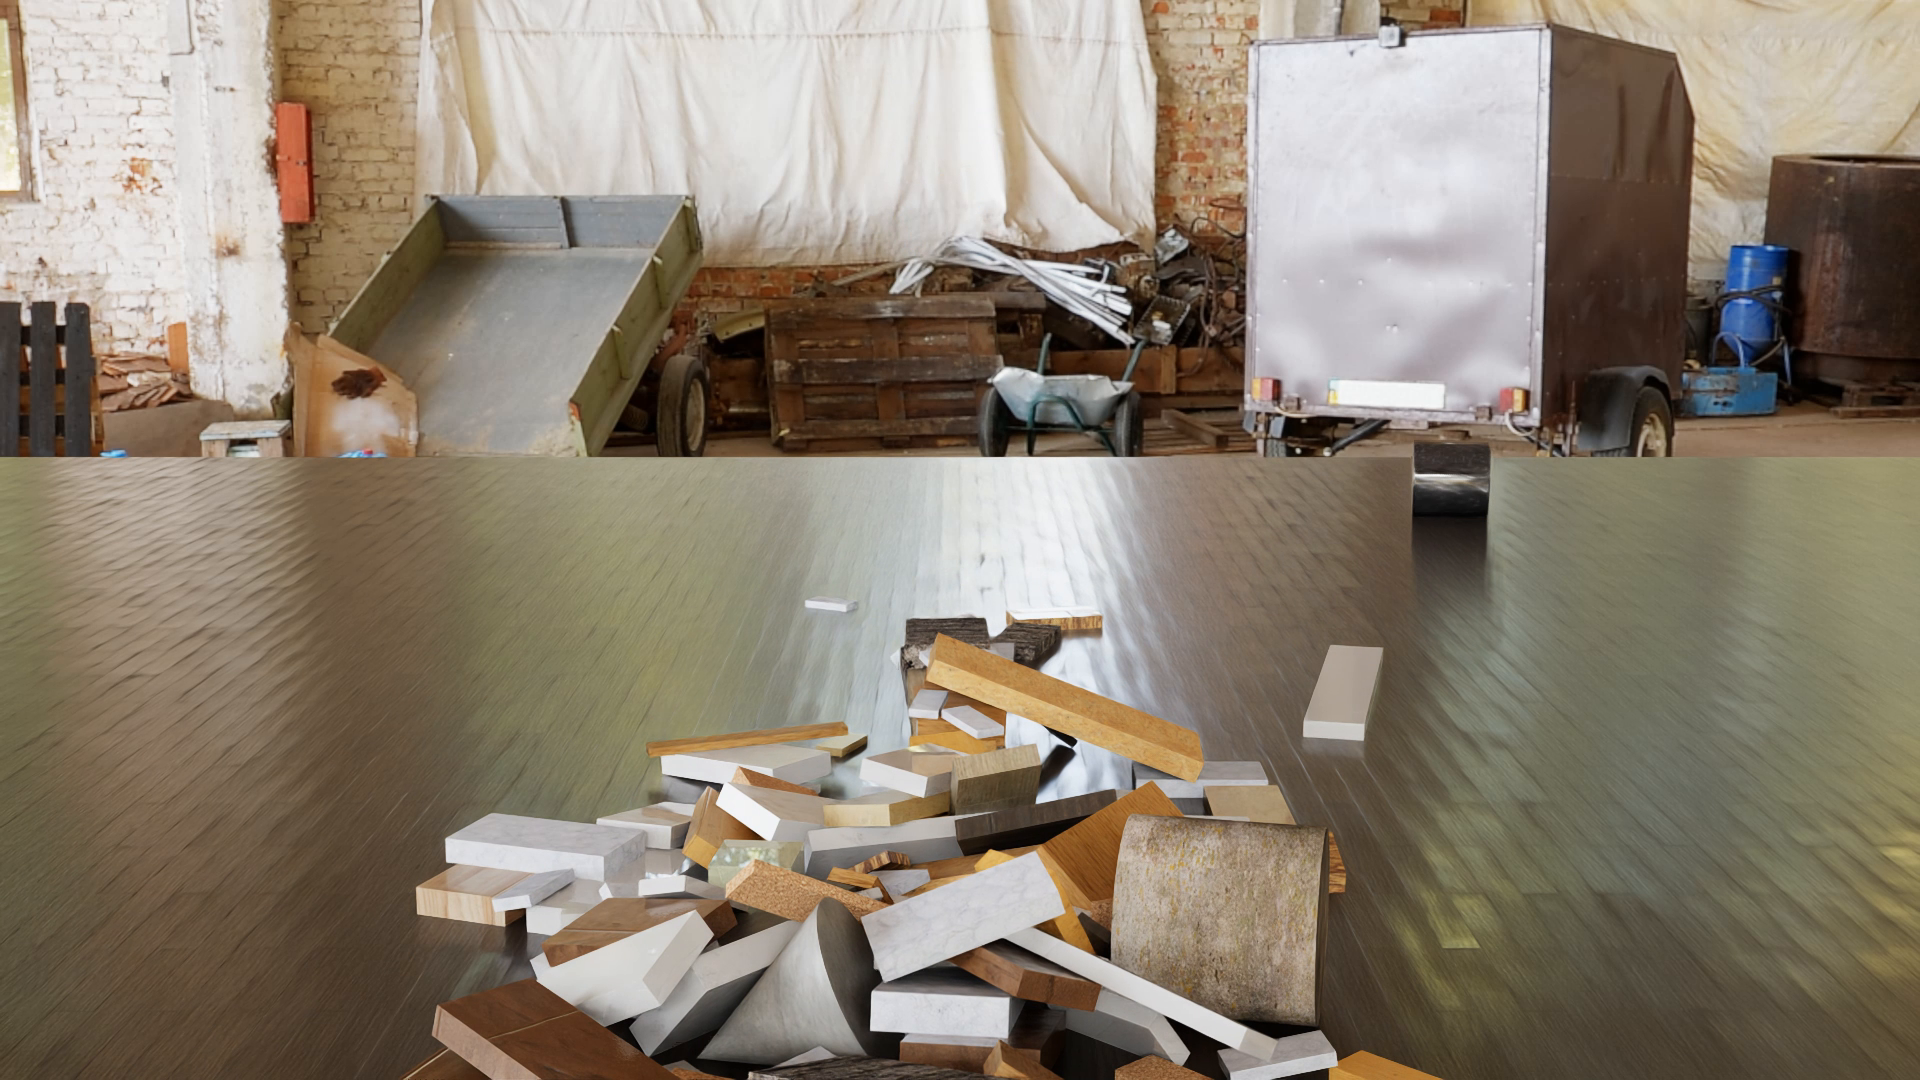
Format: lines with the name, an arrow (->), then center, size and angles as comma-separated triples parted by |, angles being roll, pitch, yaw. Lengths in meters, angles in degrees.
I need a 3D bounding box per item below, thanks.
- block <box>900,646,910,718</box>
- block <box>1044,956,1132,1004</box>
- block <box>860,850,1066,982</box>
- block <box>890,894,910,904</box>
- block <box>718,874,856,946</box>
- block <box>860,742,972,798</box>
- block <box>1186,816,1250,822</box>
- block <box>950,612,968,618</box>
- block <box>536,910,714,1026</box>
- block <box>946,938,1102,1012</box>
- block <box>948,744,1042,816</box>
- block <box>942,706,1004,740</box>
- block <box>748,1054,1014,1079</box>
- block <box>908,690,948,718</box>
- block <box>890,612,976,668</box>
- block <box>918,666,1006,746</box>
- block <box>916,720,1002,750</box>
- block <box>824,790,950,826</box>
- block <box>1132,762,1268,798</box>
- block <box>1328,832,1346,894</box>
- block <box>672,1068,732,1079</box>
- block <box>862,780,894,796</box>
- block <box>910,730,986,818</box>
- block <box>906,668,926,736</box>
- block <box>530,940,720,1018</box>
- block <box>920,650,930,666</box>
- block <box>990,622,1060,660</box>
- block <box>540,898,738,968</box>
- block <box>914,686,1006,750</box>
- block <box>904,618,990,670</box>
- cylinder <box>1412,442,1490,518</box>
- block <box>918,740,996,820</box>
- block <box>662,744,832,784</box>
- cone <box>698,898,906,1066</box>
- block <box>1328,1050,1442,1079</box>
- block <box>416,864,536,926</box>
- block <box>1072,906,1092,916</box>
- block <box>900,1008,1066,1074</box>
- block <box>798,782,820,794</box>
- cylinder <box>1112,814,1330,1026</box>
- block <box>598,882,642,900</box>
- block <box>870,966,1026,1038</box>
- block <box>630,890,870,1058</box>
block -> -0.026, 0.318, 4.661 | 0.177, 0.050, 0.354 | -1, 21, -5
block -> 0.154, 0.625, 3.128 | 0.030, 0.105, 0.210 | -44, 27, -29
block -> 0.002, 0.506, 2.967 | 0.257, 0.036, 0.129 | -20, 19, -6
block -> -0.121, 0.583, 3.458 | 0.164, 0.023, 0.082 | 0, -35, 37
block -> -0.314, 0.589, 3.276 | 0.308, 0.044, 0.154 | -23, 12, -32
block -> -0.057, 0.396, 3.797 | 0.125, 0.035, 0.250 | 14, 7, 25
block -> 0.387, 0.517, 3.547 | 0.295, 0.042, 0.148 | 8, 44, -41
block -> -0.020, 0.223, 4.998 | 0.120, 0.034, 0.239 | -38, -12, 3
block -> -0.487, 0.605, 2.975 | 0.307, 0.043, 0.153 | -26, 14, 32
block -> 0.059, 0.570, 2.971 | 0.131, 0.037, 0.263 | 18, -3, -33
block -> 0.056, 0.431, 3.685 | 0.139, 0.039, 0.278 | -10, -30, -8
block -> 0.023, 0.335, 4.051 | 0.055, 0.016, 0.143 | -7, 15, -27
block -> -0.056, 0.638, 2.492 | 0.351, 0.050, 0.175 | -4, -5, 42
block -> -0.059, 0.309, 4.149 | 0.055, 0.016, 0.111 | 4, 16, 9
block -> -0.056, 0.230, 5.088 | 0.120, 0.034, 0.239 | -42, -13, 25
block -> 0.009, 0.315, 4.245 | 0.163, 0.046, 0.326 | 2, 16, 2
block -> 0.000, 0.442, 4.080 | 0.163, 0.046, 0.326 | 1, 27, -1
block -> -0.111, 0.450, 3.712 | 0.125, 0.035, 0.250 | -5, -1, 28
block -> 0.462, 0.463, 4.255 | 0.251, 0.036, 0.126 | 0, 11, 1
block -> 0.507, 0.547, 3.723 | 0.268, 0.038, 0.134 | 0, 23, -1
block -> -0.313, 0.719, 2.833 | 0.132, 0.019, 0.066 | 10, 22, 5
block -> -0.154, 0.468, 4.274 | 0.067, 0.019, 0.133 | 0, 11, 0
block -> -0.002, 0.427, 3.924 | 0.125, 0.035, 0.250 | -6, 29, -13
block -> -0.009, 0.370, 4.416 | 0.177, 0.050, 0.354 | -1, 29, -4
block -> -0.484, 0.611, 3.184 | 0.154, 0.044, 0.308 | -28, 15, -33
block -> -0.037, 0.244, 4.377 | 0.055, 0.016, 0.111 | -5, 17, -19
block -> 0.159, 0.248, 5.418 | 0.120, 0.034, 0.239 | 3, 11, 17
block -> -0.462, 0.565, 3.156 | 0.274, 0.039, 0.137 | -8, 17, 42
block -> 0.001, 0.390, 4.281 | 0.163, 0.046, 0.326 | -1, 29, -5
block -> -0.028, 0.219, 4.699 | 0.177, 0.050, 0.354 | -1, 7, -1
cylinder -> 1.616, -0.198, 7.251 | 0.241, 0.241, 0.241 | 2, 11, 10
block -> -0.004, 0.464, 3.939 | 0.154, 0.044, 0.308 | 0, 28, -3
block -> -0.420, 0.436, 4.307 | 0.314, 0.044, 0.157 | 3, 10, 41
cone -> -0.247, 0.657, 2.994 | 0.258, 0.258, 0.258 | -25, 7, 10
block -> 0.571, 0.719, 2.919 | 0.073, 0.021, 0.146 | -10, 14, -43
block -> -0.748, 0.562, 3.692 | 0.164, 0.047, 0.328 | 4, 11, 20
block -> 0.172, 0.605, 3.255 | 0.061, 0.121, 0.017 | 9, 14, 41
block -> 0.036, 0.664, 2.895 | 0.175, 0.050, 0.351 | 1, -4, 8
block -> -0.334, 0.478, 4.229 | 0.118, 0.017, 0.059 | 5, 12, 27
cylinder -> 0.378, 0.543, 3.155 | 0.281, 0.281, 0.281 | 2, 11, 13
block -> -0.501, 0.577, 3.478 | 0.138, 0.020, 0.069 | 14, 33, -49
block -> -0.009, 0.619, 2.983 | 0.177, 0.050, 0.354 | 2, -4, 6
block -> -0.283, 0.611, 3.109 | 0.354, 0.177, 0.050 | -12, 59, -49
